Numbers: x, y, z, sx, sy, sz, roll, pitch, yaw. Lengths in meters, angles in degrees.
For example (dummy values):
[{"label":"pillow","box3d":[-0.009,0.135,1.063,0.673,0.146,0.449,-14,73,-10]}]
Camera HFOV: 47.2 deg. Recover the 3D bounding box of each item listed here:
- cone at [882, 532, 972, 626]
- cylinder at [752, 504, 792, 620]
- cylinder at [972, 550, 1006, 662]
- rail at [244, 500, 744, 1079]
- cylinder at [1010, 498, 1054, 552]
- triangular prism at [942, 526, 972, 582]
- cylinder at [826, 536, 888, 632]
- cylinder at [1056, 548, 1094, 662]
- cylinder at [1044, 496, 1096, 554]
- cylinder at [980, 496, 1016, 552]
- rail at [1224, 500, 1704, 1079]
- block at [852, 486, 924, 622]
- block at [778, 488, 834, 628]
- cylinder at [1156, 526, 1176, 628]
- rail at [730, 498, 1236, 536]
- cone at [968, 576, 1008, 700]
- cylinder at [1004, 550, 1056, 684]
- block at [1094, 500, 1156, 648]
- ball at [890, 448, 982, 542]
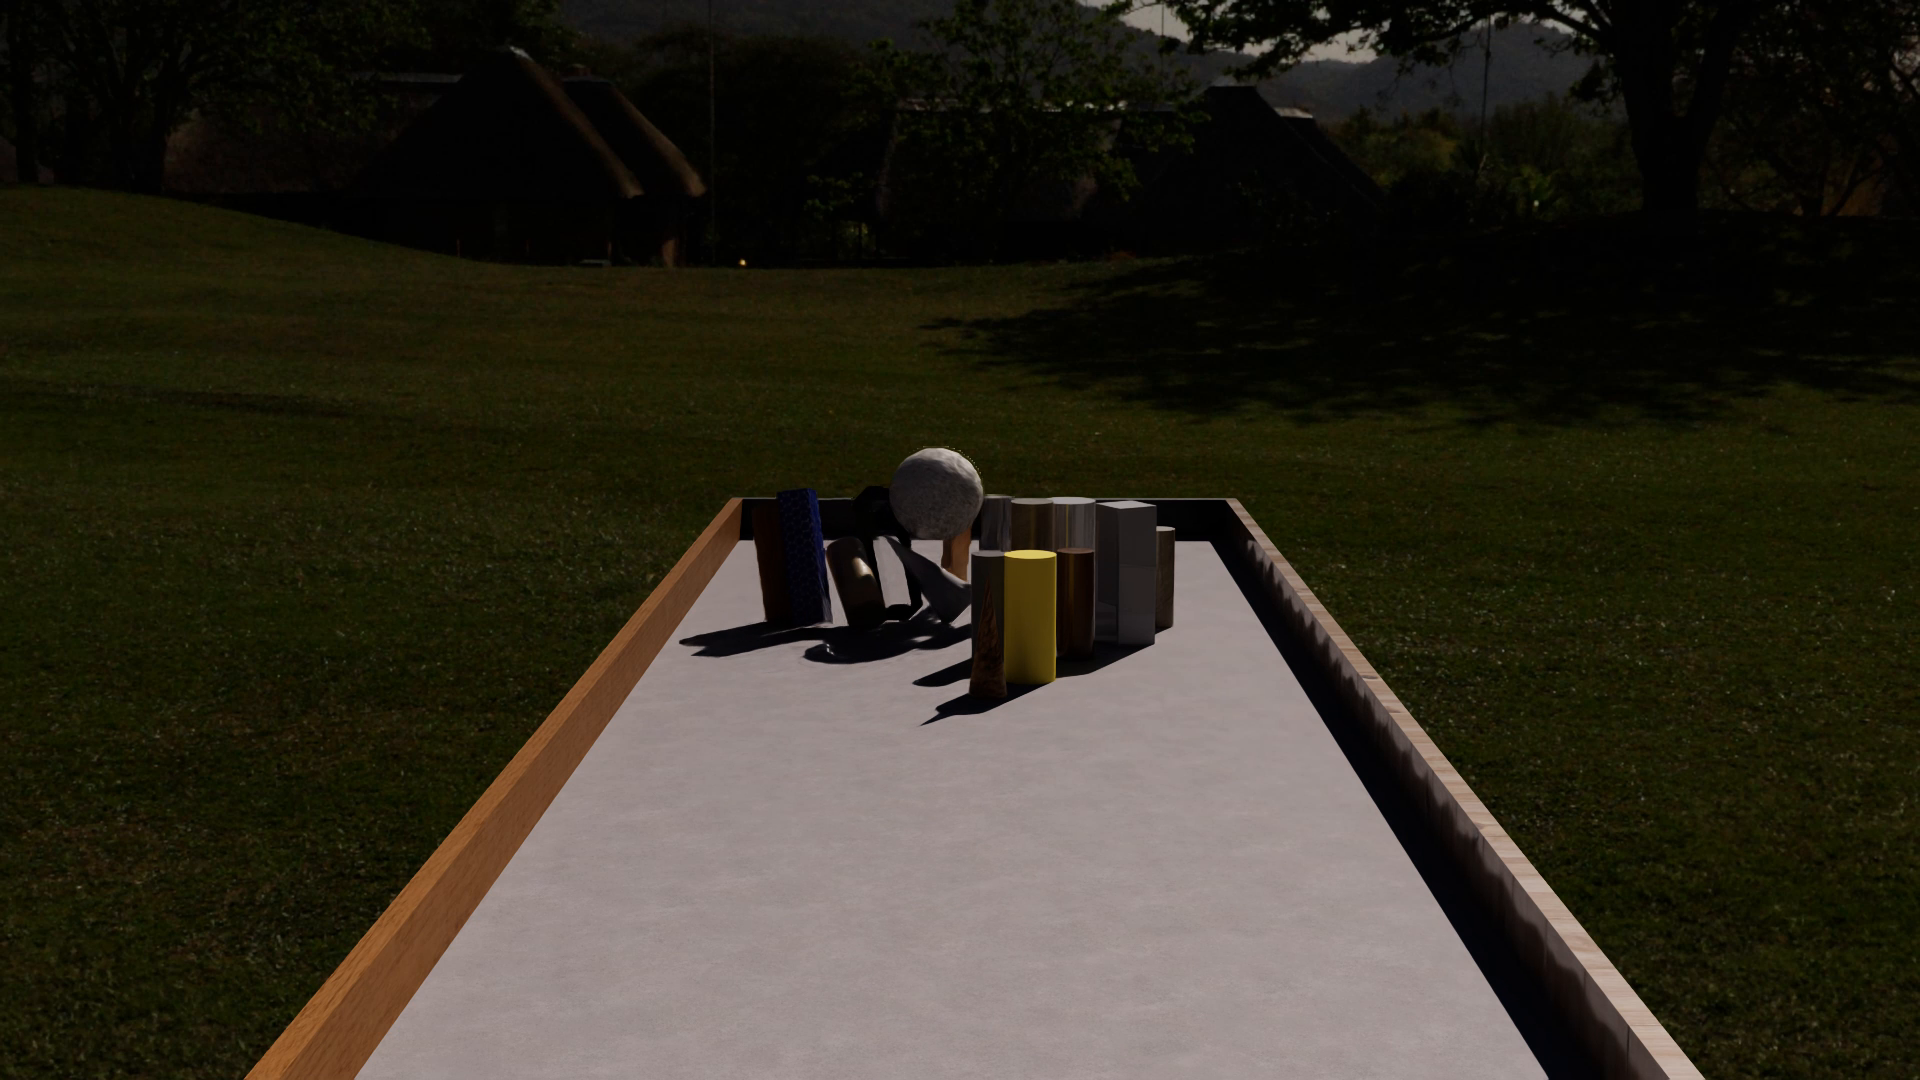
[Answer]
[{"label":"cone","box3d":[-0.127,0.098,7.209,0.165,0.360,0.165,-43,13,12]},{"label":"cylinder","box3d":[-0.590,0.070,7.291,0.158,0.371,0.158,-8,-4,-1]},{"label":"cylinder","box3d":[0.092,0.202,6.691,0.114,0.326,0.114,0,9,0]},{"label":"rail","box3d":[-1.004,0.839,3.234,0.050,0.150,12.000,0,9,1]},{"label":"cylinder","box3d":[0.226,0.103,6.909,0.134,0.454,0.134,0,9,0]},{"label":"triangular prism","box3d":[-0.030,0.051,7.490,0.092,0.372,0.079,-30,53,-32]},{"label":"cylinder","box3d":[-0.340,0.143,7.199,0.134,0.134,0.311,-3,43,-18]},{"label":"cylinder","box3d":[0.352,0.197,6.706,0.115,0.333,0.115,0,9,0]},{"label":"cylinder","box3d":[0.354,0.079,7.166,0.172,0.420,0.172,0,9,0]},{"label":"cylinder","box3d":[0.119,0.063,7.275,0.112,0.410,0.112,3,5,0]},{"label":"rail","box3d":[1.046,0.843,3.208,0.050,0.150,12.000,0,9,1]},{"label":"block","box3d":[-0.242,0.045,7.318,0.120,0.438,0.120,3,-29,-30]},{"label":"block","box3d":[-0.503,0.059,7.157,0.103,0.440,0.103,-9,-7,13]},{"label":"cylinder","box3d":[0.652,0.122,7.211,0.101,0.322,0.101,0,9,0]},{"label":"rail","box3d":[0.099,-0.098,9.147,2.100,0.150,0.050,0,9,1]},{"label":"cone","box3d":[0.079,0.265,6.192,0.115,0.358,0.115,0,9,0]},{"label":"cylinder","box3d":[0.204,0.224,6.409,0.152,0.370,0.152,0,9,0]},{"label":"block","box3d":[0.521,0.106,6.934,0.139,0.440,0.139,-5,10,-29]},{"label":"ball","box3d":[-0.079,-0.150,7.220,0.307,0.307,0.307,0,9,0]}]
